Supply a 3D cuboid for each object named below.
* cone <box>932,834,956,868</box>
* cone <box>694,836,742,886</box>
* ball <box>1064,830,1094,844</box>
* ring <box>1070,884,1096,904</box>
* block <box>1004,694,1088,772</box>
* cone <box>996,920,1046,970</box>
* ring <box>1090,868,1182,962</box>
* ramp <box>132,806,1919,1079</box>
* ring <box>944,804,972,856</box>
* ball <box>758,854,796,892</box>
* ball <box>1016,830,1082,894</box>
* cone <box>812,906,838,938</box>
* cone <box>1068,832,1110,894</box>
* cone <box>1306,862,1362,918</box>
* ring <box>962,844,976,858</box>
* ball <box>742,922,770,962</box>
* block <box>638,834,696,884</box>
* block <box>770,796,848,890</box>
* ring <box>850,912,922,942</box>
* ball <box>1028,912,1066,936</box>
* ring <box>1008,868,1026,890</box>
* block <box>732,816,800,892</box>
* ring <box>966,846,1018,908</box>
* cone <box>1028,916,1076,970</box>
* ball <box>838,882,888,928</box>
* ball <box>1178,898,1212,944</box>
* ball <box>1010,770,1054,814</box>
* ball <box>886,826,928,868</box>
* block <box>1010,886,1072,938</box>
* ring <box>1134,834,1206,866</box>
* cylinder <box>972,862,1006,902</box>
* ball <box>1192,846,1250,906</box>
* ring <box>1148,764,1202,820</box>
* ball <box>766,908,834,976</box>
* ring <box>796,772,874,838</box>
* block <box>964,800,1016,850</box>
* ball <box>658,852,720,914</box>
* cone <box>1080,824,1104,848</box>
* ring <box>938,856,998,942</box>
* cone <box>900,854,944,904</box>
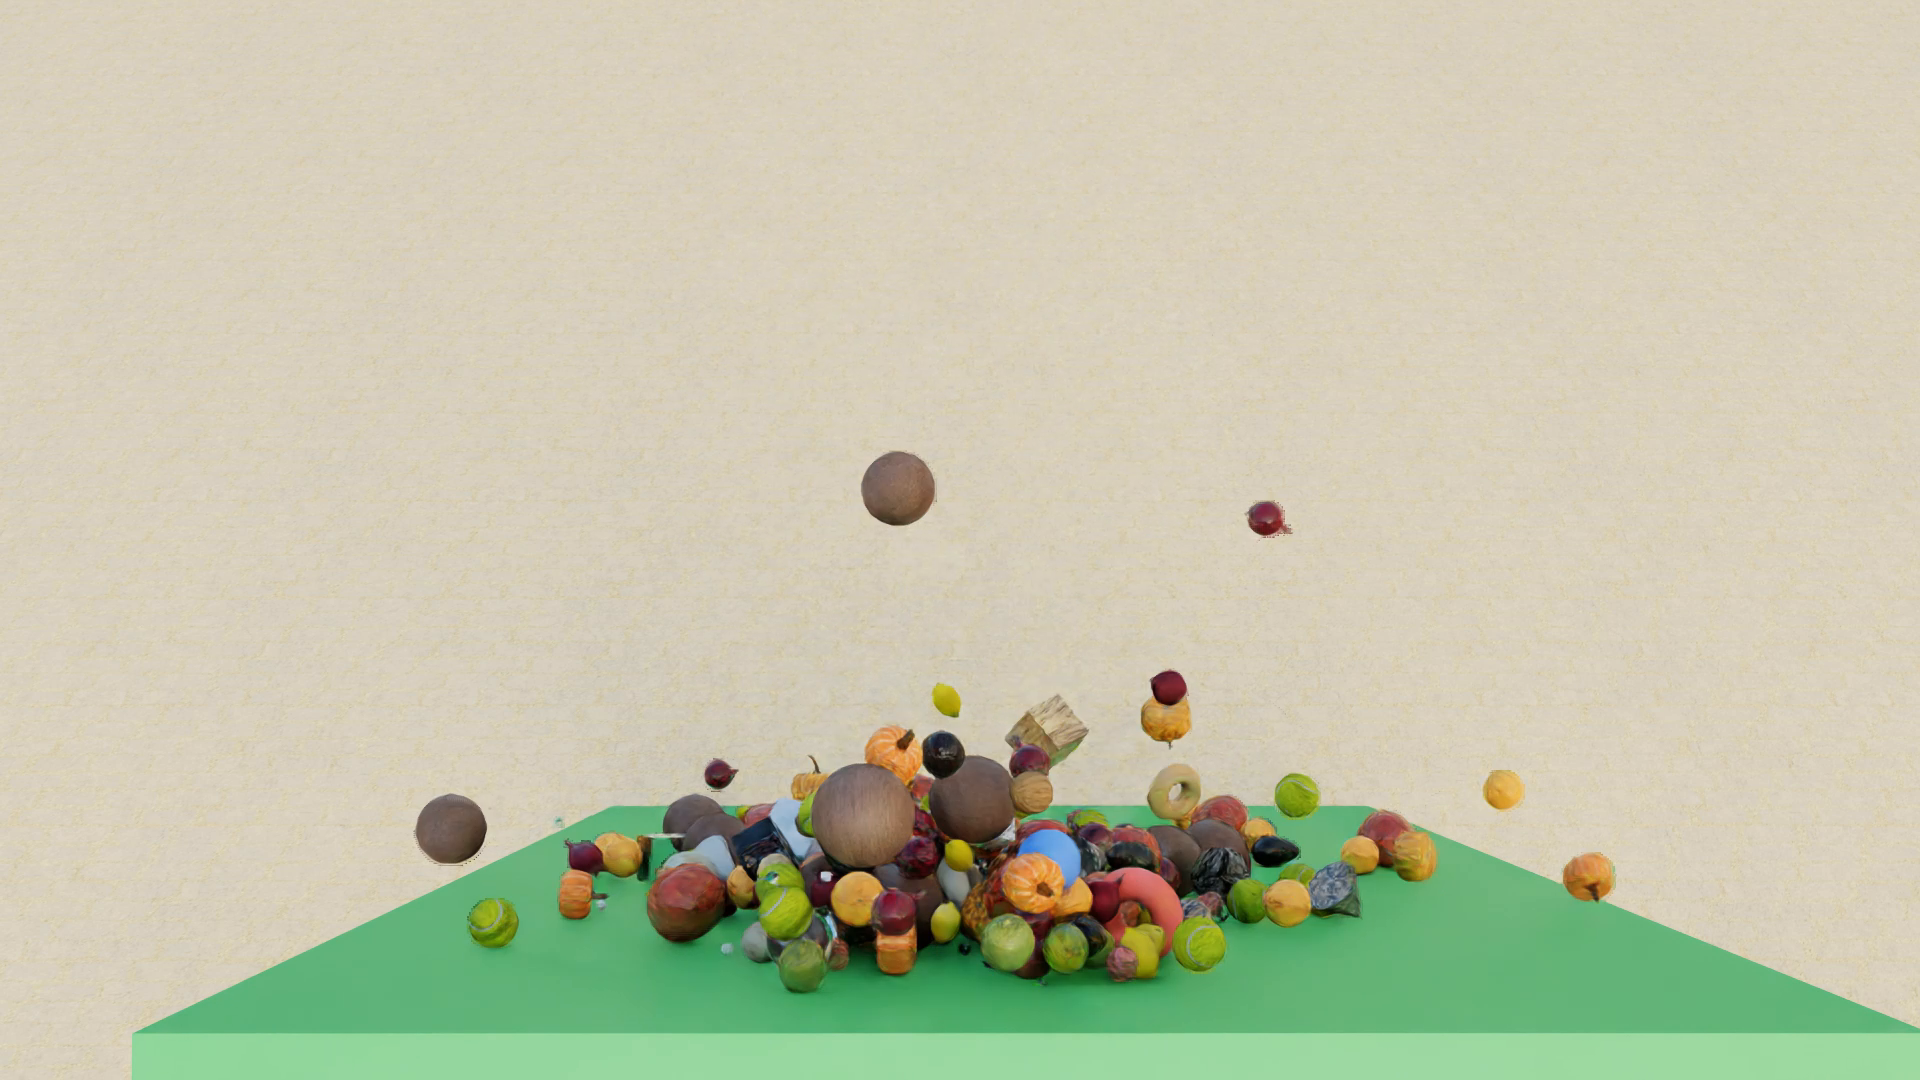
[{"bbox_3d":[-0.007,0.603,4.843,0.095,0.095,0.095,2,61,-4],"label":"cone"},{"bbox_3d":[-0.392,0.551,4.317,0.089,0.089,0.089,-30,48,-35],"label":"cone"},{"bbox_3d":[0.225,0.598,5.064,0.070,0.070,0.070,0,36,0],"label":"ball"},{"bbox_3d":[0.199,0.589,4.323,0.090,0.030,0.090,0,-4,0],"label":"ring"},{"bbox_3d":[0.139,0.313,4.168,0.080,0.080,0.080,-24,69,-46],"label":"block"},{"bbox_3d":[0.069,0.523,3.449,0.065,0.065,0.065,-39,20,17],"label":"cone"},{"bbox_3d":[0.240,0.511,3.542,0.135,0.135,0.045,16,18,21],"label":"ring"},{"bbox_3d":[0.080,0.676,4.886,2.000,0.100,4.000,0,-2,0],"label":"ramp"},{"bbox_3d":[0.024,0.520,4.623,0.109,0.036,0.109,6,66,-14],"label":"ring"},{"bbox_3d":[-0.260,0.471,3.684,0.054,0.054,0.054,0,36,0],"label":"ball"},{"bbox_3d":[0.117,0.421,3.402,0.085,0.085,0.085,0,36,0],"label":"ball"},{"bbox_3d":[-0.184,0.498,3.439,0.058,0.058,0.058,9,49,-11],"label":"cone"},{"bbox_3d":[0.194,0.471,3.837,0.091,0.091,0.091,32,23,36],"label":"cone"},{"bbox_3d":[0.604,0.565,4.061,0.091,0.091,0.091,-32,30,21],"label":"cone"},{"bbox_3d":[0.027,0.540,4.436,0.035,0.104,0.104,19,40,16],"label":"ring"},{"bbox_3d":[-0.269,0.545,3.525,0.056,0.056,0.056,0,36,0],"label":"ball"},{"bbox_3d":[-0.532,0.578,4.719,0.083,0.083,0.083,1,-2,-26],"label":"block"},{"bbox_3d":[-0.257,0.490,4.202,0.096,0.096,0.096,9,54,28],"label":"block"},{"bbox_3d":[-0.108,0.567,3.806,0.105,0.035,0.105,0,-3,0],"label":"ring"},{"bbox_3d":[0.121,0.551,3.658,0.054,0.054,0.054,0,36,0],"label":"ball"},{"bbox_3d":[0.101,0.471,3.722,0.076,0.076,0.025,-30,64,-35],"label":"ring"},{"bbox_3d":[-0.291,0.471,3.896,0.067,0.067,0.067,-30,47,0],"label":"block"},{"bbox_3d":[0.046,0.552,4.254,0.122,0.041,0.122,-21,41,20],"label":"ring"},{"bbox_3d":[0.124,0.538,3.490,0.067,0.067,0.067,0,-2,0],"label":"cone"},{"bbox_3d":[-0.145,0.550,3.892,0.074,0.074,0.074,0,36,0],"label":"ball"},{"bbox_3d":[0.328,0.546,3.721,0.066,0.066,0.066,0,36,0],"label":"ball"},{"bbox_3d":[0.096,0.338,3.484,0.059,0.059,0.059,0,36,0],"label":"ball"},{"bbox_3d":[-0.104,0.590,5.004,0.081,0.081,0.081,0,36,0],"label":"ball"},{"bbox_3d":[0.117,0.540,3.748,0.067,0.067,0.067,5,69,-22],"label":"block"},{"bbox_3d":[0.407,0.601,5.033,0.141,0.141,0.047,2,76,2],"label":"ring"},{"bbox_3d":[0.035,0.557,4.176,0.059,0.059,0.059,27,42,9],"label":"cylinder"},{"bbox_3d":[0.424,0.546,4.225,0.095,0.095,0.095,0,36,0],"label":"ball"},{"bbox_3d":[0.400,0.469,4.844,0.114,0.114,0.038,-19,29,-24],"label":"ring"},{"bbox_3d":[-0.209,0.524,3.391,0.088,0.088,0.088,0,36,0],"label":"ball"},{"bbox_3d":[-0.183,0.387,3.798,0.131,0.131,0.044,-29,73,-33],"label":"ring"},{"bbox_3d":[0.044,0.425,3.875,0.055,0.055,0.055,17,59,-34],"label":"block"},{"bbox_3d":[-0.434,0.548,4.158,0.100,0.100,0.100,0,36,0],"label":"ball"},{"bbox_3d":[0.262,0.633,5.423,0.059,0.059,0.059,14,30,19],"label":"cone"},{"bbox_3d":[0.012,0.518,3.755,0.045,0.136,0.136,-28,35,13],"label":"ring"},{"bbox_3d":[-0.059,0.565,4.356,0.082,0.082,0.082,0,-2,0],"label":"cone"}]
